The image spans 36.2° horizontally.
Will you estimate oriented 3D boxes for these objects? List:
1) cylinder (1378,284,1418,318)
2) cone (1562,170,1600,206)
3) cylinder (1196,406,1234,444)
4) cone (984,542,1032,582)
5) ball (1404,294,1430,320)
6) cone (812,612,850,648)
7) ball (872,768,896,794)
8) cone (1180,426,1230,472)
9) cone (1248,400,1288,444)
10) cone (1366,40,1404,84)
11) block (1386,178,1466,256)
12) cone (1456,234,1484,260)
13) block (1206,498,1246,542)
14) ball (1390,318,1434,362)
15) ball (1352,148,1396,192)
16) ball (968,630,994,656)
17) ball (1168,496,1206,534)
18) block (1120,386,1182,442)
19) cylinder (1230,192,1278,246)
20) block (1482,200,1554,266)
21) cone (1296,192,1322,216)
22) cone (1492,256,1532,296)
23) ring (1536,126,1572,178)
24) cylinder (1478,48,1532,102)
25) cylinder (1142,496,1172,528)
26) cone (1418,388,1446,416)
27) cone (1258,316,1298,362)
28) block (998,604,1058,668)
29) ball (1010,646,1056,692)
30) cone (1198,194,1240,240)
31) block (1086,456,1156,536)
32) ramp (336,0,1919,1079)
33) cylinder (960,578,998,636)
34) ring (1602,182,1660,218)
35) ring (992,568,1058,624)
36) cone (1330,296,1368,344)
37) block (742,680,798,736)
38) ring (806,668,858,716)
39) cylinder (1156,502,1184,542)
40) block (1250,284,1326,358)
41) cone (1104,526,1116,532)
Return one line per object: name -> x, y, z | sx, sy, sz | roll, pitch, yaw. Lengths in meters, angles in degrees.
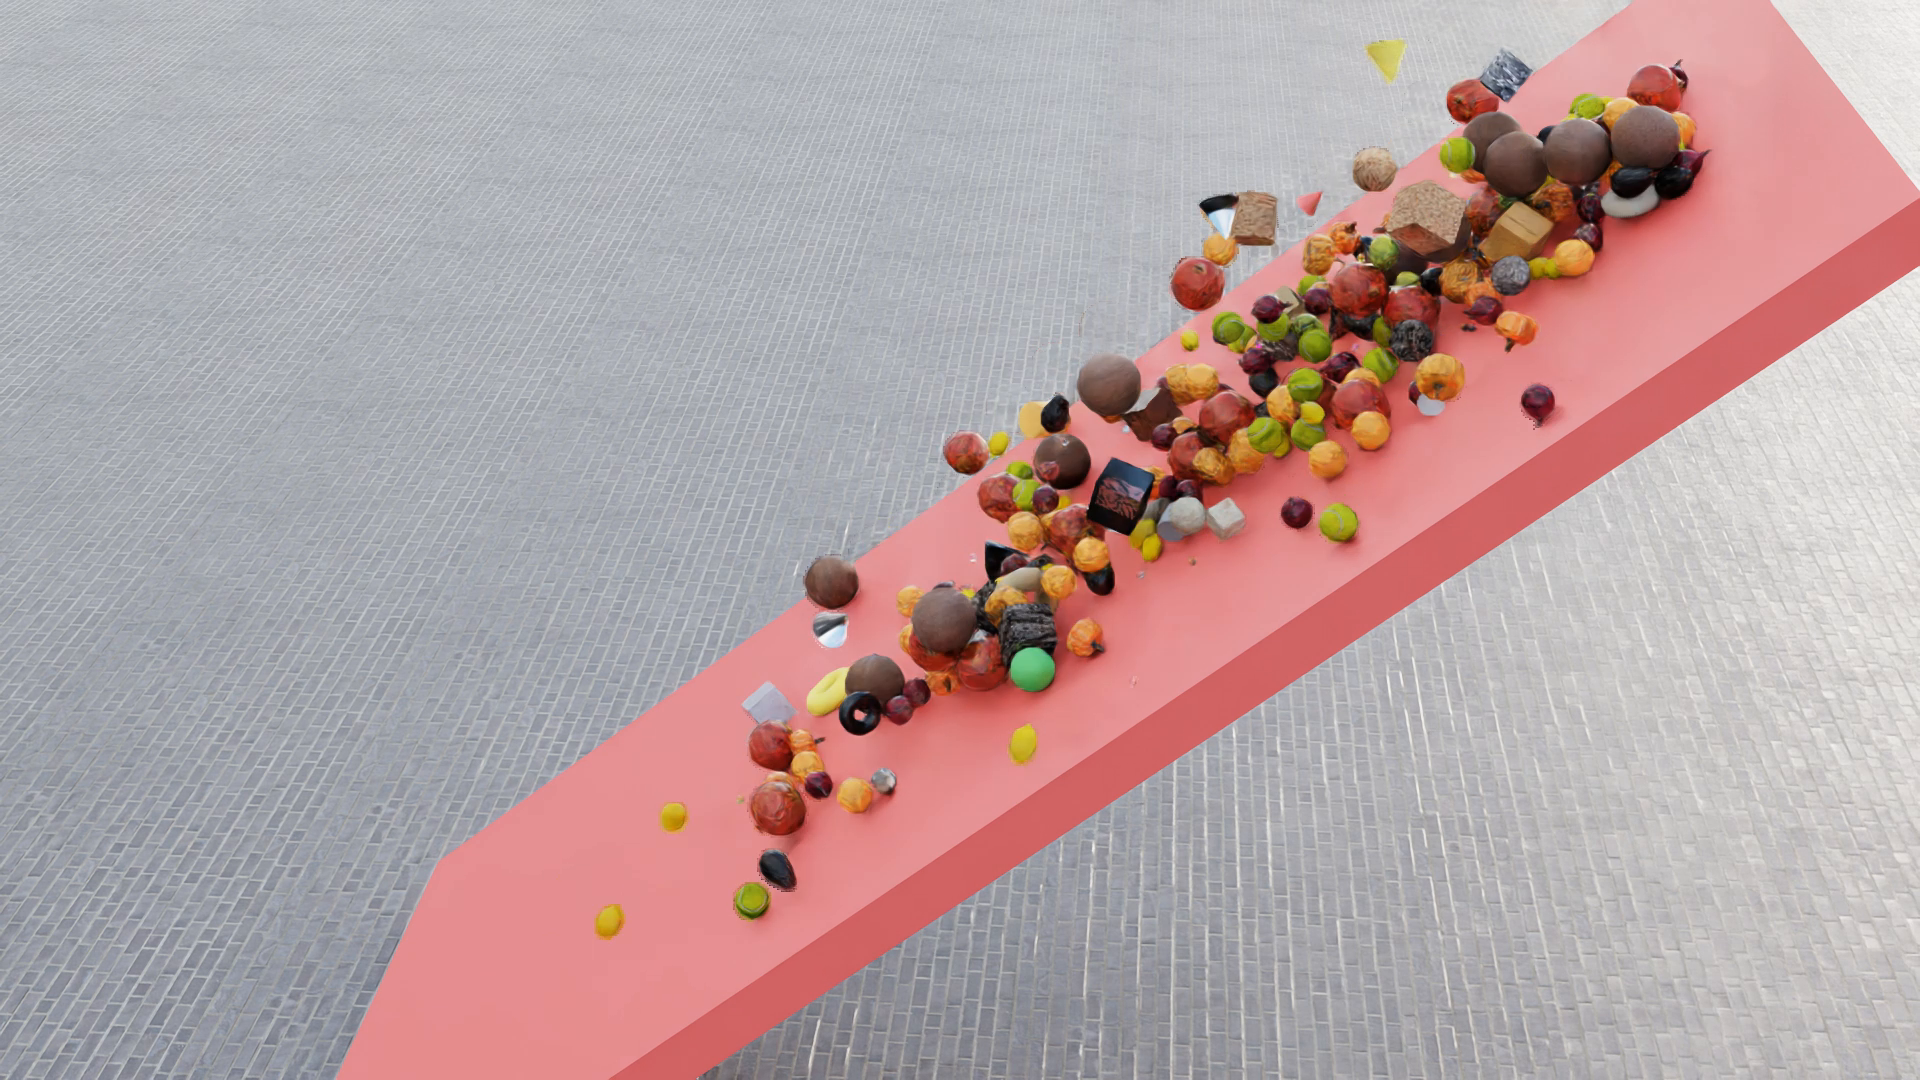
cylinder -> 0.898, -0.490, 6.016 | 0.060, 0.060, 0.060 | 9, 15, -36
cone -> 1.250, -0.710, 5.892 | 0.074, 0.074, 0.074 | -3, 21, 20
cylinder -> 0.522, -0.236, 6.018 | 0.060, 0.060, 0.060 | 9, 33, 20
cone -> 0.115, 0.041, 6.471 | 0.100, 0.100, 0.100 | -13, 20, 15
ball -> 0.927, -0.473, 5.965 | 0.054, 0.054, 0.054 | 0, 23, 0
cone -> -0.275, 0.187, 6.705 | 0.089, 0.089, 0.089 | -21, -10, -40
ball -> -0.152, 0.482, 5.882 | 0.050, 0.050, 0.050 | 0, 23, 0
cone -> 0.531, -0.203, 6.172 | 0.096, 0.096, 0.096 | -18, 29, -32
cone -> 0.639, -0.225, 5.990 | 0.084, 0.084, 0.084 | -5, 45, -11
cone -> 0.860, -0.954, 5.904 | 0.080, 0.080, 0.080 | -8, -1, 0
block -> 0.864, -0.598, 5.452 | 0.092, 0.092, 0.092 | 27, -19, -23
cone -> 1.051, -0.596, 6.067 | 0.055, 0.055, 0.055 | 3, -9, 7
block -> 0.513, -0.039, 5.681 | 0.052, 0.052, 0.052 | -30, 65, -14
ball -> 0.884, -0.390, 5.761 | 0.085, 0.085, 0.085 | 0, 23, 0
ball -> 0.822, -0.734, 5.839 | 0.087, 0.087, 0.087 | 0, 23, 0
ball -> 0.046, 0.215, 6.142 | 0.054, 0.054, 0.054 | 0, 23, 0
ball -> 0.453, -0.048, 5.839 | 0.076, 0.076, 0.076 | 0, 23, 0
block -> 0.426, -0.279, 6.540 | 0.081, 0.081, 0.081 | -9, 34, 54
cylinder -> 0.636, -0.693, 6.360 | 0.095, 0.095, 0.095 | 5, -7, 1
block -> 1.089, -0.589, 5.741 | 0.087, 0.087, 0.087 | 38, 54, 16
cone -> 0.744, -0.718, 6.184 | 0.052, 0.052, 0.052 | 34, 32, -24
cone -> 1.067, -0.499, 5.624 | 0.079, 0.079, 0.079 | -3, 15, -7
ring -> 1.186, -0.776, 5.877 | 0.035, 0.104, 0.104 | -15, 27, -17
cylinder -> 1.082, -0.922, 5.839 | 0.078, 0.078, 0.078 | 36, 11, -8
cylinder -> 0.408, -0.056, 6.039 | 0.052, 0.052, 0.052 | -25, 0, -45
cone -> 0.889, -0.256, 5.518 | 0.052, 0.052, 0.052 | 9, 2, 19
cone -> 0.685, -0.438, 6.159 | 0.091, 0.091, 0.091 | 19, 63, 37
block -> 0.133, 0.189, 5.825 | 0.089, 0.089, 0.089 | -2, 55, -16
ball -> 0.142, 0.253, 5.749 | 0.089, 0.089, 0.089 | 0, 23, 0
cone -> 0.559, -0.677, 6.251 | 0.089, 0.089, 0.089 | -9, -11, -2
block -> 0.324, -0.087, 5.922 | 0.096, 0.096, 0.096 | 23, 43, 11
ramp -> 0.123, 0.183, 6.335 | 4.000, 0.100, 2.000 | -35, 16, 18
cylinder -> 0.064, 0.146, 6.214 | 0.092, 0.092, 0.092 | -43, 35, -8
ring -> 1.278, -0.648, 5.600 | 0.113, 0.038, 0.113 | -14, 25, 7
ring -> 0.134, 0.124, 6.008 | 0.148, 0.148, 0.049 | -9, 29, -20
cone -> 0.803, -0.452, 6.222 | 0.091, 0.091, 0.091 | 21, 27, -12
block -> -0.437, 0.386, 6.747 | 0.083, 0.083, 0.083 | -42, 16, -7
ring -> -0.287, 0.340, 6.595 | 0.137, 0.046, 0.137 | -36, 17, 13
cylinder -> 0.432, -0.036, 5.911 | 0.057, 0.057, 0.057 | 10, 47, 22
block -> 0.704, -0.468, 6.325 | 0.099, 0.099, 0.099 | -39, 32, 12
cone -> 0.332, -0.066, 6.154 | 0.072, 0.072, 0.072 | 2, 42, -1
